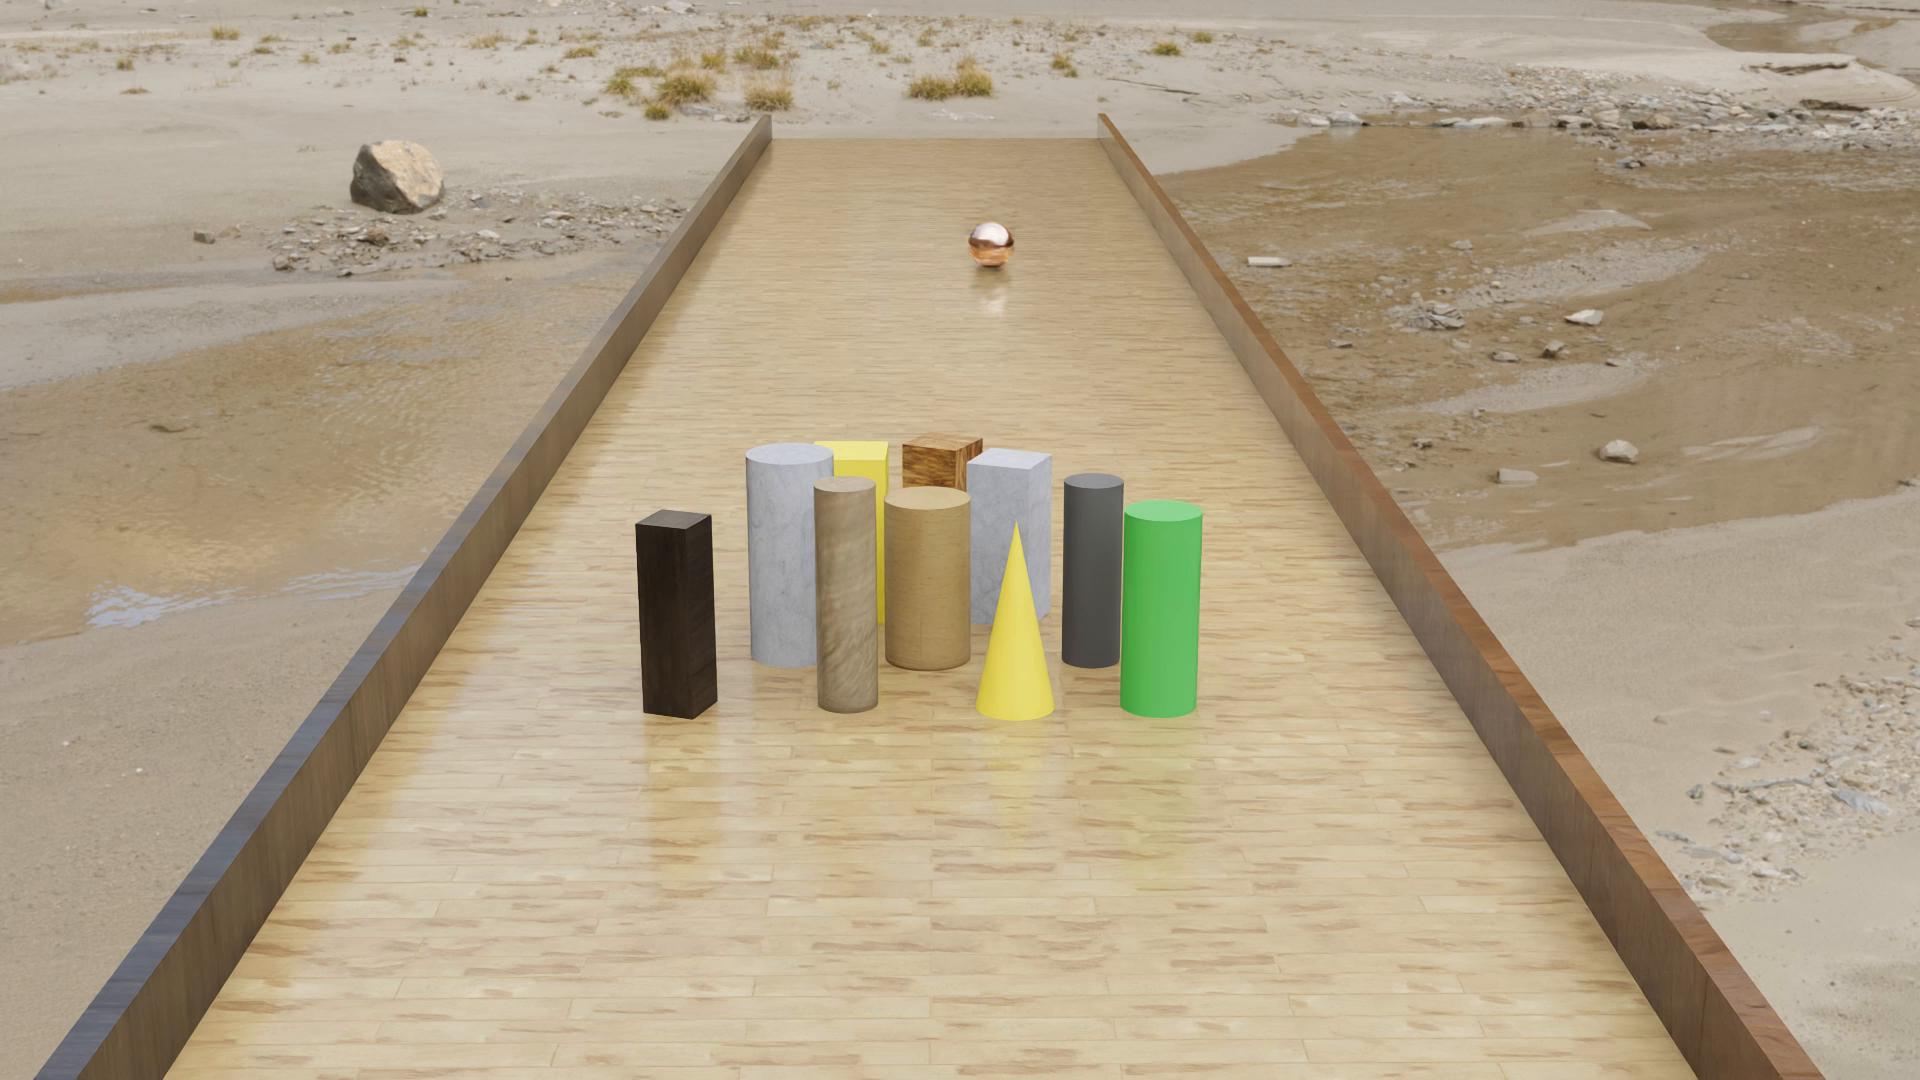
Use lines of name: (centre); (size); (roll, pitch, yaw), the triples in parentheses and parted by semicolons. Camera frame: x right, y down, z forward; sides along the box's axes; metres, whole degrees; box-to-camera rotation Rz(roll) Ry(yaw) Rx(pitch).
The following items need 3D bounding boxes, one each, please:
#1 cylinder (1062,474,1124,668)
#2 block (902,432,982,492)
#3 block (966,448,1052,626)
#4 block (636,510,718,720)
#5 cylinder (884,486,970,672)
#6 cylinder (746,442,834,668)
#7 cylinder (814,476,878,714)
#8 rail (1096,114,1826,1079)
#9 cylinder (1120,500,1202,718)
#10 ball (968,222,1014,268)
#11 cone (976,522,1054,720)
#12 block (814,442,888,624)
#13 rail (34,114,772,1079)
cylinder: (0.263, 0.061, 4.372); (0.118, 0.370, 0.118); (0, 17, 0)
block: (-0.038, -0.065, 4.886); (0.131, 0.319, 0.131); (8, 19, 26)
block: (0.103, -0.004, 4.631); (0.138, 0.347, 0.138); (7, 18, 21)
block: (-0.529, 0.139, 4.111); (0.104, 0.370, 0.104); (6, 18, 19)
cylinder: (-0.065, 0.076, 4.386); (0.172, 0.333, 0.172); (0, 17, 0)
cylinder: (-0.336, 0.029, 4.395); (0.173, 0.418, 0.173); (0, 17, 0)
cylinder: (-0.213, 0.103, 4.123); (0.116, 0.432, 0.116); (0, 17, 0)
rail: (0.932, -0.844, 7.801); (0.050, 0.150, 12.000); (0, 17, -1)
cylinder: (0.376, 0.129, 4.122); (0.145, 0.383, 0.145); (0, 17, 0)
ball: (0.127, -1.198, 8.924); (0.188, 0.188, 0.188); (0, 17, 0)
cone: (0.104, 0.139, 4.116); (0.151, 0.367, 0.151); (0, 17, 0)
block: (-0.232, -0.018, 4.663); (0.157, 0.355, 0.157); (0, 17, 1)
rail: (-1.118, -0.838, 7.780); (0.050, 0.150, 12.000); (0, 17, -1)
